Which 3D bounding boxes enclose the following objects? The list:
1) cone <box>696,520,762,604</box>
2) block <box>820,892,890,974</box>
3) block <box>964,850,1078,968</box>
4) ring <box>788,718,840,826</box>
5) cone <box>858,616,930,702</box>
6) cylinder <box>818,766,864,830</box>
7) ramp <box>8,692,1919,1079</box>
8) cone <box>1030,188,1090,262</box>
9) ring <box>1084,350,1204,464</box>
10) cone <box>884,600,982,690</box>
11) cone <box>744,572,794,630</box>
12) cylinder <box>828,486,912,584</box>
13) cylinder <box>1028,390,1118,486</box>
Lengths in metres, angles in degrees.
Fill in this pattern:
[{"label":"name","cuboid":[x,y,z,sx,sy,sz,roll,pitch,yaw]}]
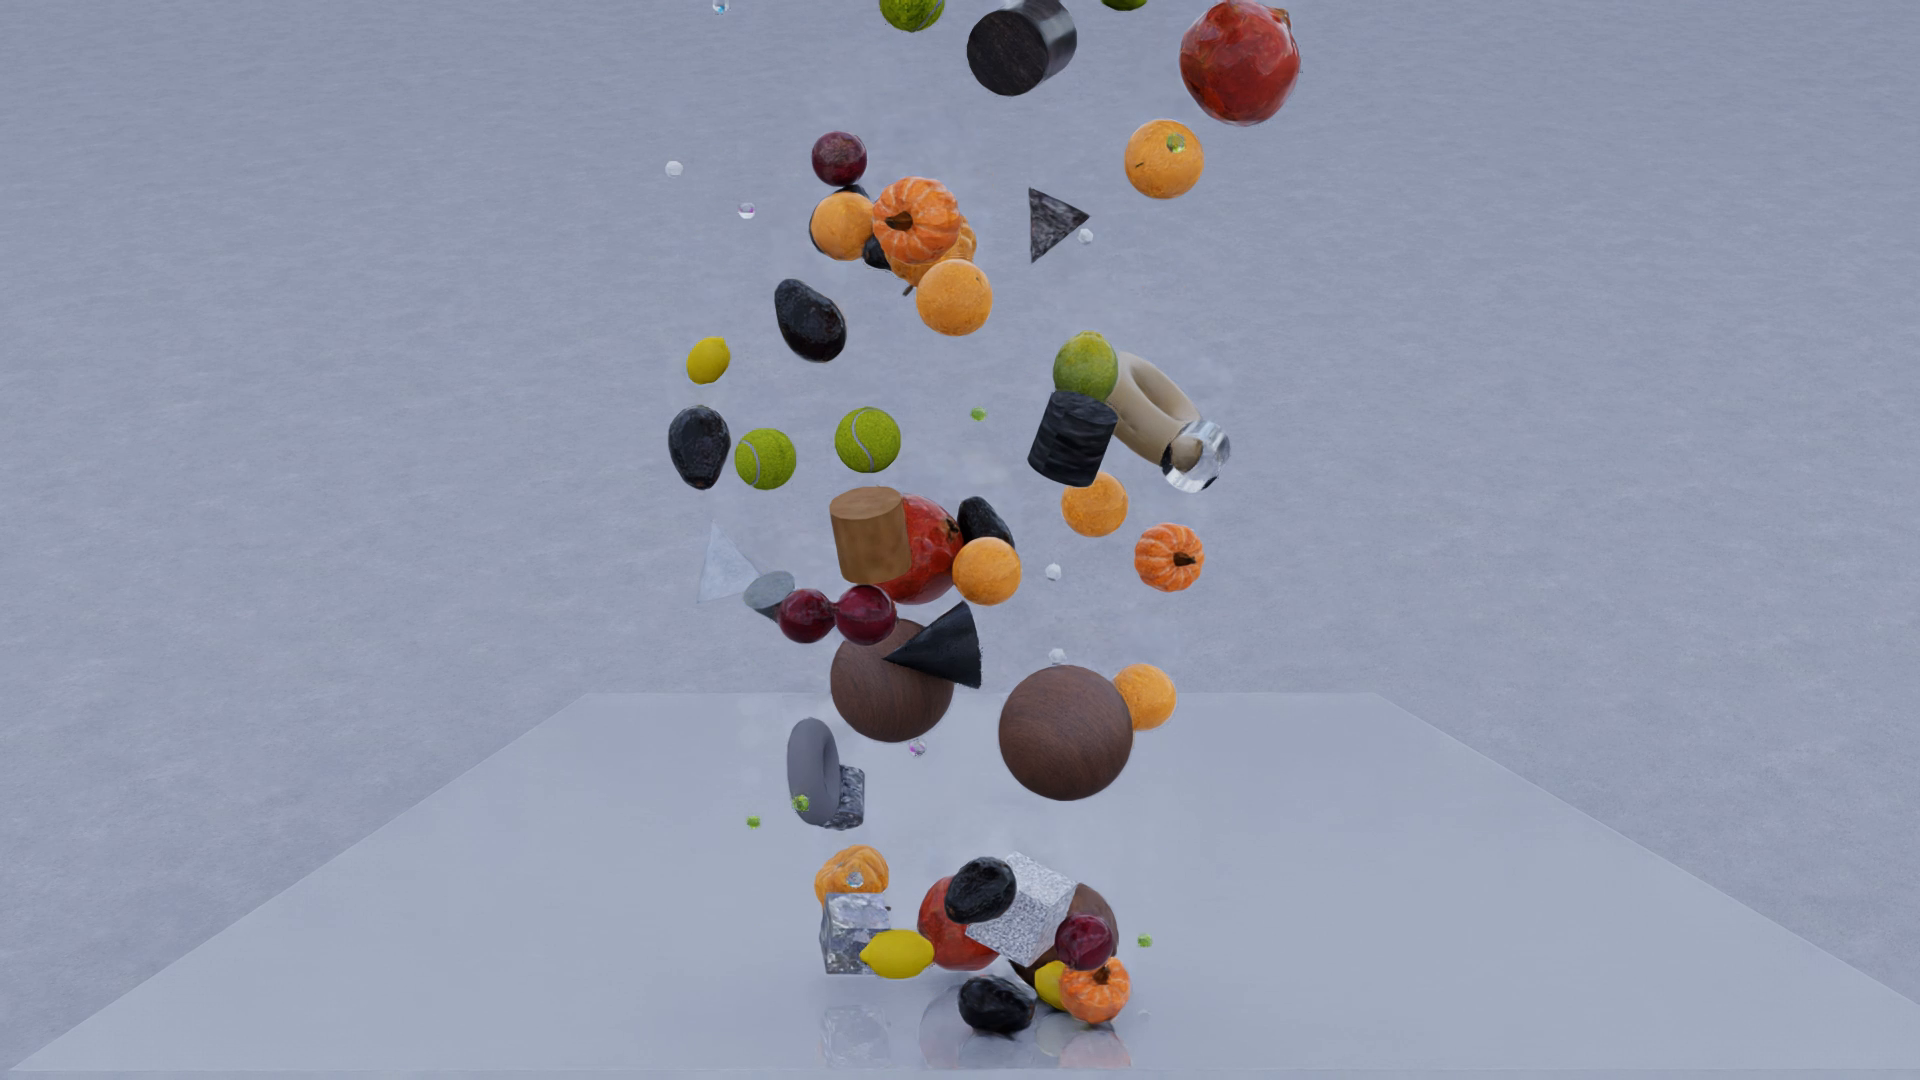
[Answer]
[{"label":"cone","cuboid":[-0.267,0.018,2.890,0.085,0.085,0.085,-15,3,1]},{"label":"block","cuboid":[-0.121,0.449,2.942,0.065,0.065,0.065,3,29,-13]},{"label":"block","cuboid":[0.063,0.379,2.649,0.074,0.074,0.074,26,22,18]},{"label":"ring","cuboid":[-0.162,0.258,2.870,0.040,0.120,0.120,-6,23,10]},{"label":"cone","cuboid":[-0.079,0.150,2.838,0.093,0.093,0.093,5,37,11]},{"label":"cylinder","cuboid":[-0.138,0.294,2.944,0.056,0.056,0.056,0,61,0]},{"label":"ramp","cuboid":[0.056,0.506,4.550,2.000,0.100,4.000,0,2,0]},{"label":"cone","cuboid":[0.075,-0.267,2.241,0.059,0.059,0.059,25,6,-3]},{"label":"ring","cuboid":[0.189,-0.132,2.608,0.148,0.049,0.148,35,25,-19]},{"label":"cone","cuboid":[-0.034,0.112,2.561,0.090,0.090,0.090,-9,26,-12]},{"label":"cone","cuboid":[-0.194,0.075,2.764,0.059,0.059,0.059,-16,36,12]},{"label":"cylinder","cuboid":[-0.085,-0.005,2.471,0.070,0.070,0.070,-7,27,4]},{"label":"cylinder","cuboid":[0.103,-0.093,2.362,0.065,0.065,0.065,17,24,-8]}]
